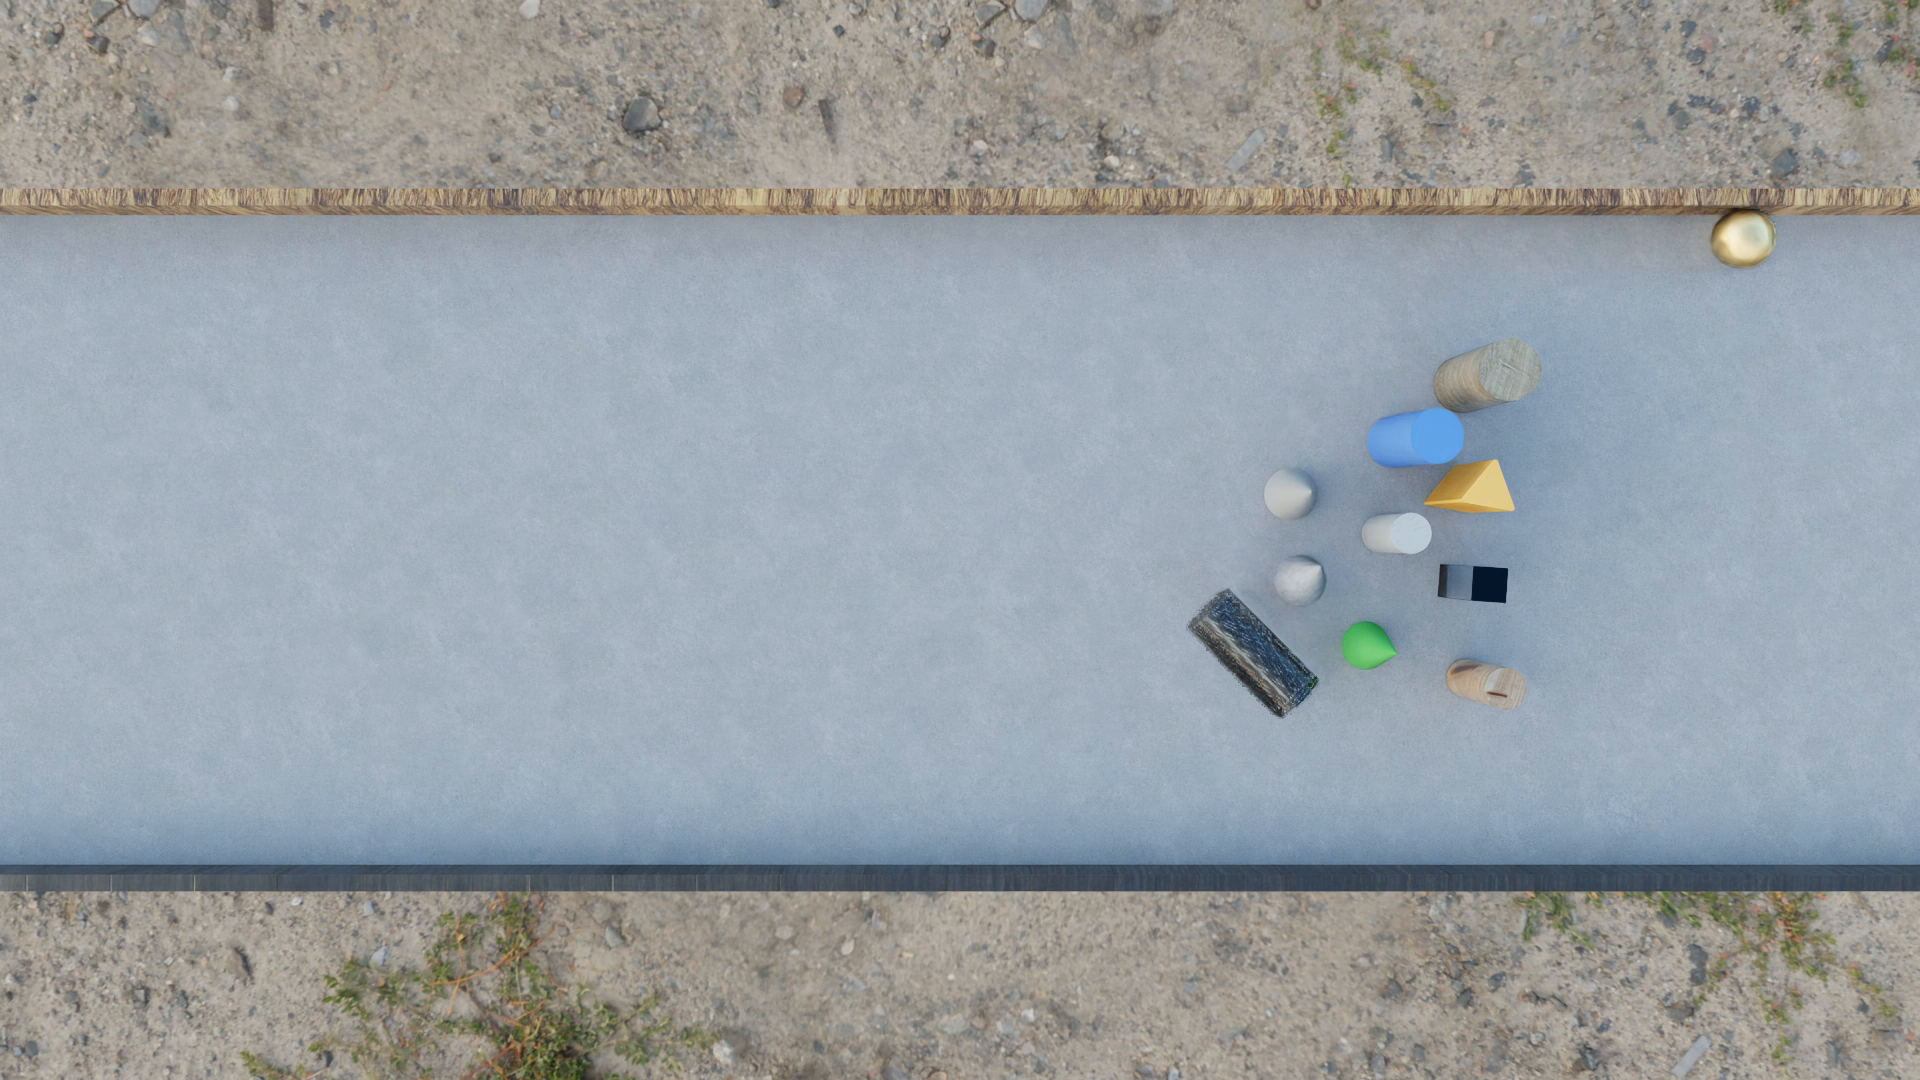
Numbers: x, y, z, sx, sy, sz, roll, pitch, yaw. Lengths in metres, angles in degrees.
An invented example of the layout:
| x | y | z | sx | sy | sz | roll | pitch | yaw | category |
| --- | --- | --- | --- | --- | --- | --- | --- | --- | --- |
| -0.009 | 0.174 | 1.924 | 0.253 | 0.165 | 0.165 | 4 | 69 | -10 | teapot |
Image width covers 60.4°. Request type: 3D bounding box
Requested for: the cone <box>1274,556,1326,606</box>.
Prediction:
| x | y | z | sx | sy | sz | roll | pitch | yaw | category |
| --- | --- | --- | --- | --- | --- | --- | --- | --- | --- |
| 1.035 | 0.099 | 4.874 | 0.157 | 0.386 | 0.157 | 0 | 82 | 3 | cone |

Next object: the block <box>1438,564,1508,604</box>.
| x | y | z | sx | sy | sz | roll | pitch | yaw | category |
| --- | --- | --- | --- | --- | --- | --- | --- | --- | --- |
| 1.524 | 0.128 | 4.911 | 0.101 | 0.331 | 0.101 | 4 | 90 | 0 | block |

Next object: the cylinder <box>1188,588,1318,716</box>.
| x | y | z | sx | sy | sz | roll | pitch | yaw | category |
| --- | --- | --- | --- | --- | --- | --- | --- | --- | --- |
| 0.886 | 0.341 | 4.991 | 0.381 | 0.171 | 0.171 | 45 | 90 | 0 | cylinder |

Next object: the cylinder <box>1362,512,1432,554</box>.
| x | y | z | sx | sy | sz | roll | pitch | yaw | category |
| --- | --- | --- | --- | --- | --- | --- | --- | --- | --- |
| 1.295 | -0.019 | 4.905 | 0.118 | 0.343 | 0.118 | 0 | 90 | 0 | cylinder |

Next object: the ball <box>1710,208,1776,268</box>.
| x | y | z | sx | sy | sz | roll | pitch | yaw | category |
| --- | --- | --- | --- | --- | --- | --- | --- | --- | --- |
| 2.367 | -0.911 | 4.988 | 0.177 | 0.177 | 0.177 | 0 | 90 | 0 | ball |

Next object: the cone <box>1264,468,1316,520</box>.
| x | y | z | sx | sy | sz | roll | pitch | yaw | category |
| --- | --- | --- | --- | --- | --- | --- | --- | --- | --- |
| 1.017 | -0.141 | 4.923 | 0.161 | 0.308 | 0.161 | 0 | 90 | 0 | cone |

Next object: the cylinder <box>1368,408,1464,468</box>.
| x | y | z | sx | sy | sz | roll | pitch | yaw | category |
| --- | --- | --- | --- | --- | --- | --- | --- | --- | --- |
| 1.346 | -0.299 | 4.891 | 0.159 | 0.356 | 0.159 | 0 | 91 | -6 | cylinder |

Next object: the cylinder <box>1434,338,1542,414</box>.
| x | y | z | sx | sy | sz | roll | pitch | yaw | category |
| --- | --- | --- | --- | --- | --- | --- | --- | --- | --- |
| 1.546 | -0.479 | 4.856 | 0.178 | 0.441 | 0.178 | 0 | 90 | 0 | cylinder |

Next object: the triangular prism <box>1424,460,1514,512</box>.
| x | y | z | sx | sy | sz | roll | pitch | yaw | category |
| --- | --- | --- | --- | --- | --- | --- | --- | --- | --- |
| 1.514 | -0.164 | 4.887 | 0.153 | 0.378 | 0.132 | 10 | 90 | 0 | triangular prism |

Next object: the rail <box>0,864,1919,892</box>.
| x | y | z | sx | sy | sz | roll | pitch | yaw | category |
| --- | --- | --- | --- | --- | --- | --- | --- | --- | --- |
| -2.247 | 1.025 | 5.001 | 12.000 | 0.150 | 0.050 | 0 | 90 | 0 | rail |

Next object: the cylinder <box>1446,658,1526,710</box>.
| x | y | z | sx | sy | sz | roll | pitch | yaw | category |
| --- | --- | --- | --- | --- | --- | --- | --- | --- | --- |
| 1.555 | 0.424 | 4.889 | 0.122 | 0.374 | 0.122 | 0 | 90 | 0 | cylinder |

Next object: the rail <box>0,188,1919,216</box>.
| x | y | z | sx | sy | sz | roll | pitch | yaw | category |
| --- | --- | --- | --- | --- | --- | --- | --- | --- | --- |
| -2.247 | -1.025 | 5.002 | 12.000 | 0.150 | 0.050 | 0 | 90 | 0 | rail |

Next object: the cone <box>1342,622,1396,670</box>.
| x | y | z | sx | sy | sz | roll | pitch | yaw | category |
| --- | --- | --- | --- | --- | --- | --- | --- | --- | --- |
| 1.248 | 0.325 | 4.890 | 0.148 | 0.372 | 0.148 | 0 | 90 | 0 | cone |
